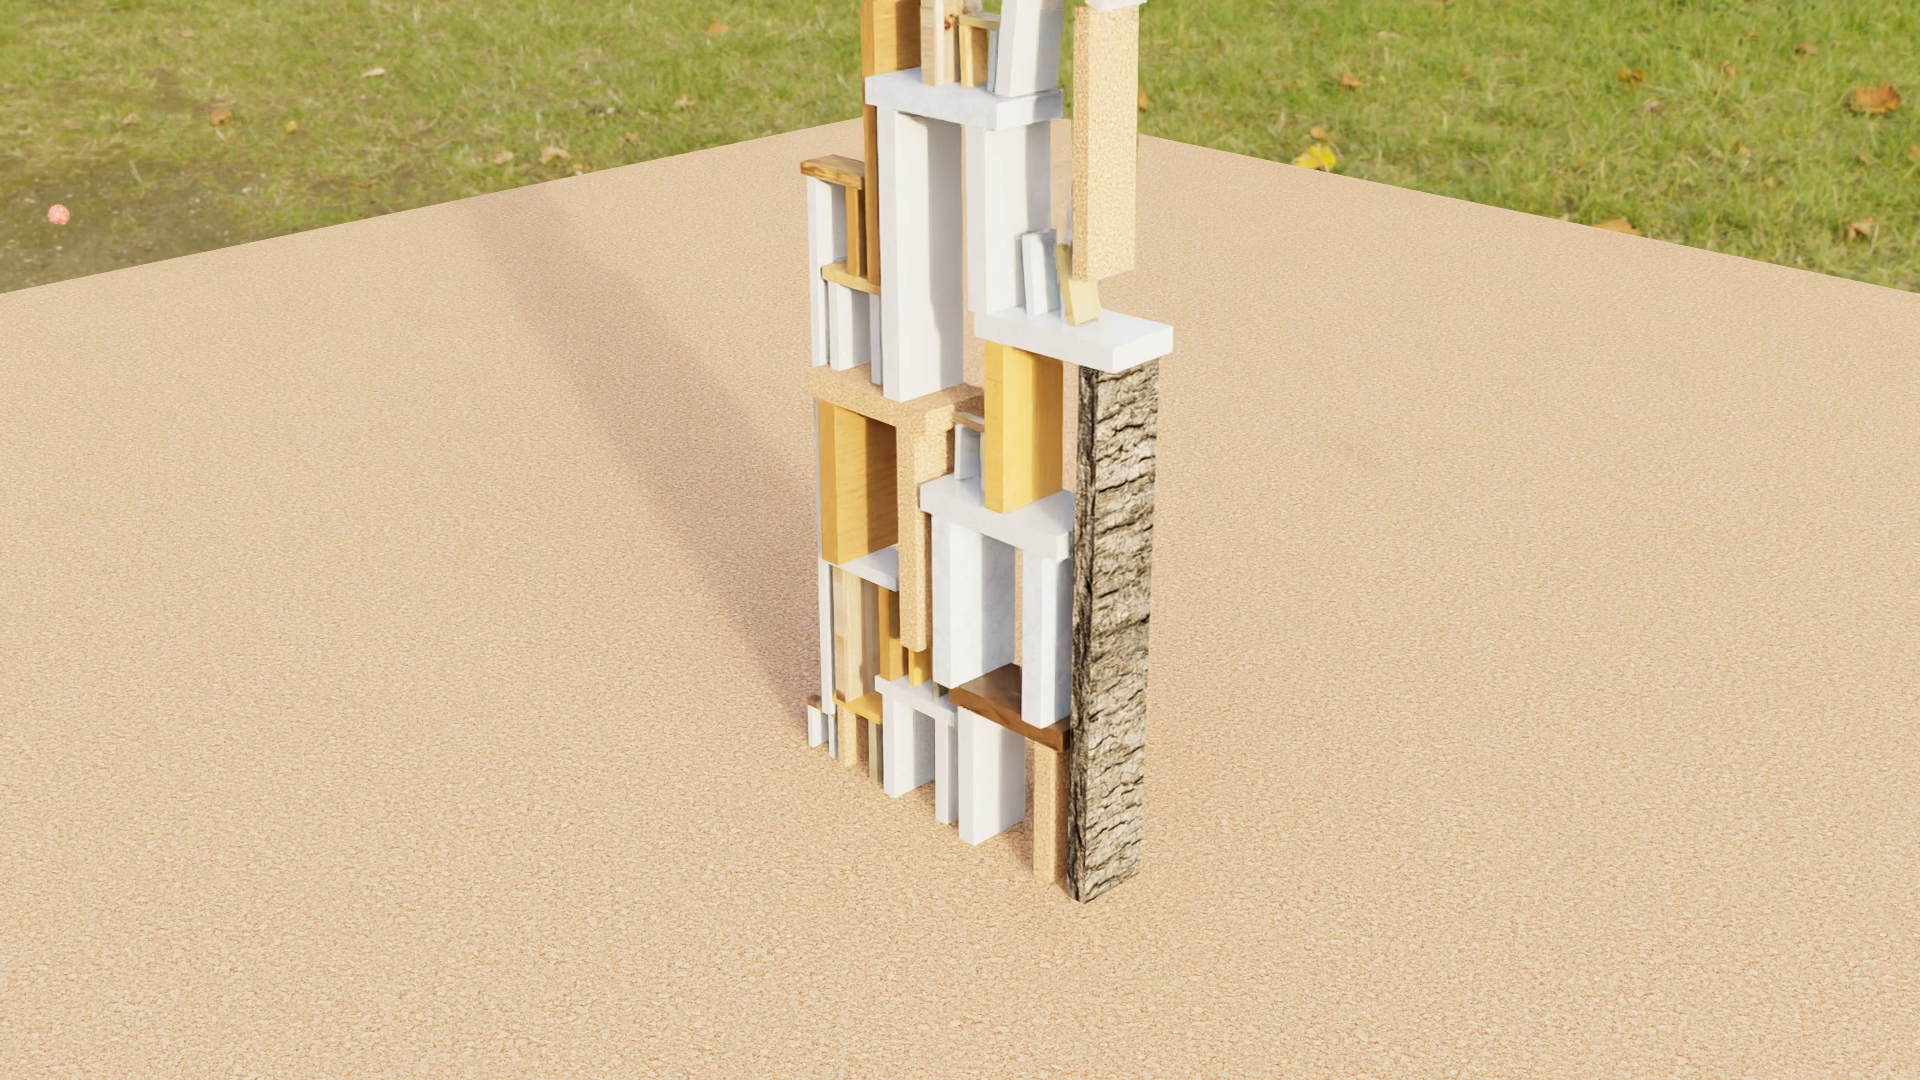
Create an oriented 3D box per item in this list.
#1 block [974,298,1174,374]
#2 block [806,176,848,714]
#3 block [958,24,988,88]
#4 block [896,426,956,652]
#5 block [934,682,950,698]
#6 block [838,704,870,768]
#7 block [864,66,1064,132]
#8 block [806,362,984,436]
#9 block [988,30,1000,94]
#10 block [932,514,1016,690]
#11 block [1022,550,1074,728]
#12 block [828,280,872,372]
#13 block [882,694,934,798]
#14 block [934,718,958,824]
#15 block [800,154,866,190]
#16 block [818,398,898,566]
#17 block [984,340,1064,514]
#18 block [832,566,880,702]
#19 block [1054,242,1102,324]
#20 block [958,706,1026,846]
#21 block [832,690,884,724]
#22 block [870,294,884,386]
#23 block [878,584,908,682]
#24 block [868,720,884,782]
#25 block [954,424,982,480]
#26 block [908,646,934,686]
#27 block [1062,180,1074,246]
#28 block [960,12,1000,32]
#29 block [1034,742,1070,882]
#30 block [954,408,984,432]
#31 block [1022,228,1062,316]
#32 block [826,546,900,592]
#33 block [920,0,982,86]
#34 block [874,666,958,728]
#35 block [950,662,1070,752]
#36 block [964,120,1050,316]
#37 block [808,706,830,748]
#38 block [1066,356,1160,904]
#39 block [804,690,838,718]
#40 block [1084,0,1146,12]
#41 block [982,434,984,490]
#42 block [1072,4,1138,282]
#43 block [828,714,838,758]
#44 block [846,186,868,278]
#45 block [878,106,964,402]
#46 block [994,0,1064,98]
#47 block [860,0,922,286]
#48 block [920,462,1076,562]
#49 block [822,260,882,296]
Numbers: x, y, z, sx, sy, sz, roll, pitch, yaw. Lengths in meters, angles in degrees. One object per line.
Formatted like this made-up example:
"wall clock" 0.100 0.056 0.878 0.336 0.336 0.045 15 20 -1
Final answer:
"block" 0.196 -0.366 3.854 0.321 0.046 0.161 19 30 40
"block" -0.252 -0.174 4.420 0.024 1.144 0.086 21 31 41
"block" 0.025 -0.845 3.829 0.053 0.105 0.015 -20 26 -40
"block" -0.040 -0.021 4.256 0.171 0.454 0.048 -21 31 -40
"block" -0.029 0.255 4.360 0.053 0.105 0.015 -21 31 -40
"block" -0.223 0.401 4.634 0.020 0.142 0.071 21 31 41
"block" 0.005 -0.782 3.876 0.165 0.047 0.330 -22 31 -40
"block" -0.121 -0.284 4.232 0.171 0.048 0.341 -21 31 -40
"block" 0.073 -0.826 3.784 0.053 0.105 0.015 -21 34 -40
"block" 0.027 0.095 4.228 0.175 0.349 0.049 -21 31 -40
"block" 0.194 0.159 4.078 0.175 0.349 0.049 -21 31 -40
"block" -0.212 -0.425 4.277 0.089 0.177 0.025 -21 31 -40
"block" -0.105 0.404 4.516 0.114 0.228 0.032 -21 31 -41
"block" 0.002 0.446 4.417 0.114 0.228 0.032 -21 31 -41
"block" -0.213 -0.696 4.154 0.085 0.024 0.171 -21 31 -40
"block" -0.200 -0.136 4.382 0.171 0.341 0.048 -21 31 -41
"block" 0.117 -0.223 3.993 0.046 0.321 0.161 21 31 40
"block" -0.211 0.180 4.534 0.102 0.302 0.029 -21 31 -41
"block" 0.205 -0.450 3.811 0.020 0.140 0.070 6 22 45
"block" 0.064 0.442 4.341 0.042 0.294 0.147 21 31 41
"block" -0.190 0.339 4.571 0.071 0.020 0.142 -21 31 -41
"block" -0.129 -0.392 4.200 0.089 0.177 0.025 -21 31 -40
"block" -0.115 0.173 4.426 0.102 0.204 0.029 -21 31 -40
"block" -0.156 0.427 4.572 0.020 0.142 0.071 21 31 41
"block" 0.015 -0.170 4.136 0.053 0.105 0.015 -12 21 -40
"block" -0.078 0.236 4.405 0.053 0.105 0.015 -21 31 -41
"block" 0.216 -0.575 3.746 0.020 0.140 0.070 31 35 34
"block" 0.054 -0.893 3.787 0.053 0.015 0.105 -19 29 -37
"block" 0.207 0.495 4.216 0.042 0.294 0.147 21 31 40
"block" 0.044 -0.218 4.095 0.053 0.015 0.105 -16 30 -42
"block" 0.144 -0.471 3.866 0.020 0.140 0.070 14 26 42
"block" -0.163 0.047 4.425 0.102 0.029 0.204 -21 31 -41
"block" -0.015 -0.920 3.843 0.117 0.234 0.033 -21 30 -40
"block" -0.051 0.306 4.416 0.114 0.032 0.228 -21 31 -40
"block" 0.135 0.314 4.212 0.147 0.042 0.294 -22 31 -40
"block" 0.086 -0.577 3.877 0.047 0.330 0.165 20 31 41
"block" -0.302 0.391 4.714 0.014 0.098 0.049 21 31 41
"block" 0.275 0.173 4.002 0.161 1.056 0.046 -21 31 -41
"block" -0.279 0.348 4.671 0.098 0.014 0.049 21 31 41
"block" 0.189 -0.948 3.604 0.119 0.034 0.238 -23 56 -41
"block" 0.064 -0.148 4.087 0.053 0.105 0.015 -16 24 -41
"block" 0.242 -0.664 3.663 0.119 0.454 0.034 -21 29 -40
"block" -0.256 0.409 4.672 0.014 0.098 0.049 21 31 41
"block" -0.174 -0.590 4.156 0.085 0.171 0.024 -21 31 -40
"block" -0.070 -0.538 4.066 0.165 0.549 0.047 -21 31 -40
"block" 0.121 -0.875 3.708 0.034 0.238 0.119 27 35 37
"block" -0.122 -0.782 4.024 0.117 0.628 0.033 -22 31 -40
"block" 0.110 -0.056 4.074 0.175 0.049 0.349 -22 31 -40
"block" -0.171 -0.502 4.199 0.089 0.025 0.177 -21 31 -40
